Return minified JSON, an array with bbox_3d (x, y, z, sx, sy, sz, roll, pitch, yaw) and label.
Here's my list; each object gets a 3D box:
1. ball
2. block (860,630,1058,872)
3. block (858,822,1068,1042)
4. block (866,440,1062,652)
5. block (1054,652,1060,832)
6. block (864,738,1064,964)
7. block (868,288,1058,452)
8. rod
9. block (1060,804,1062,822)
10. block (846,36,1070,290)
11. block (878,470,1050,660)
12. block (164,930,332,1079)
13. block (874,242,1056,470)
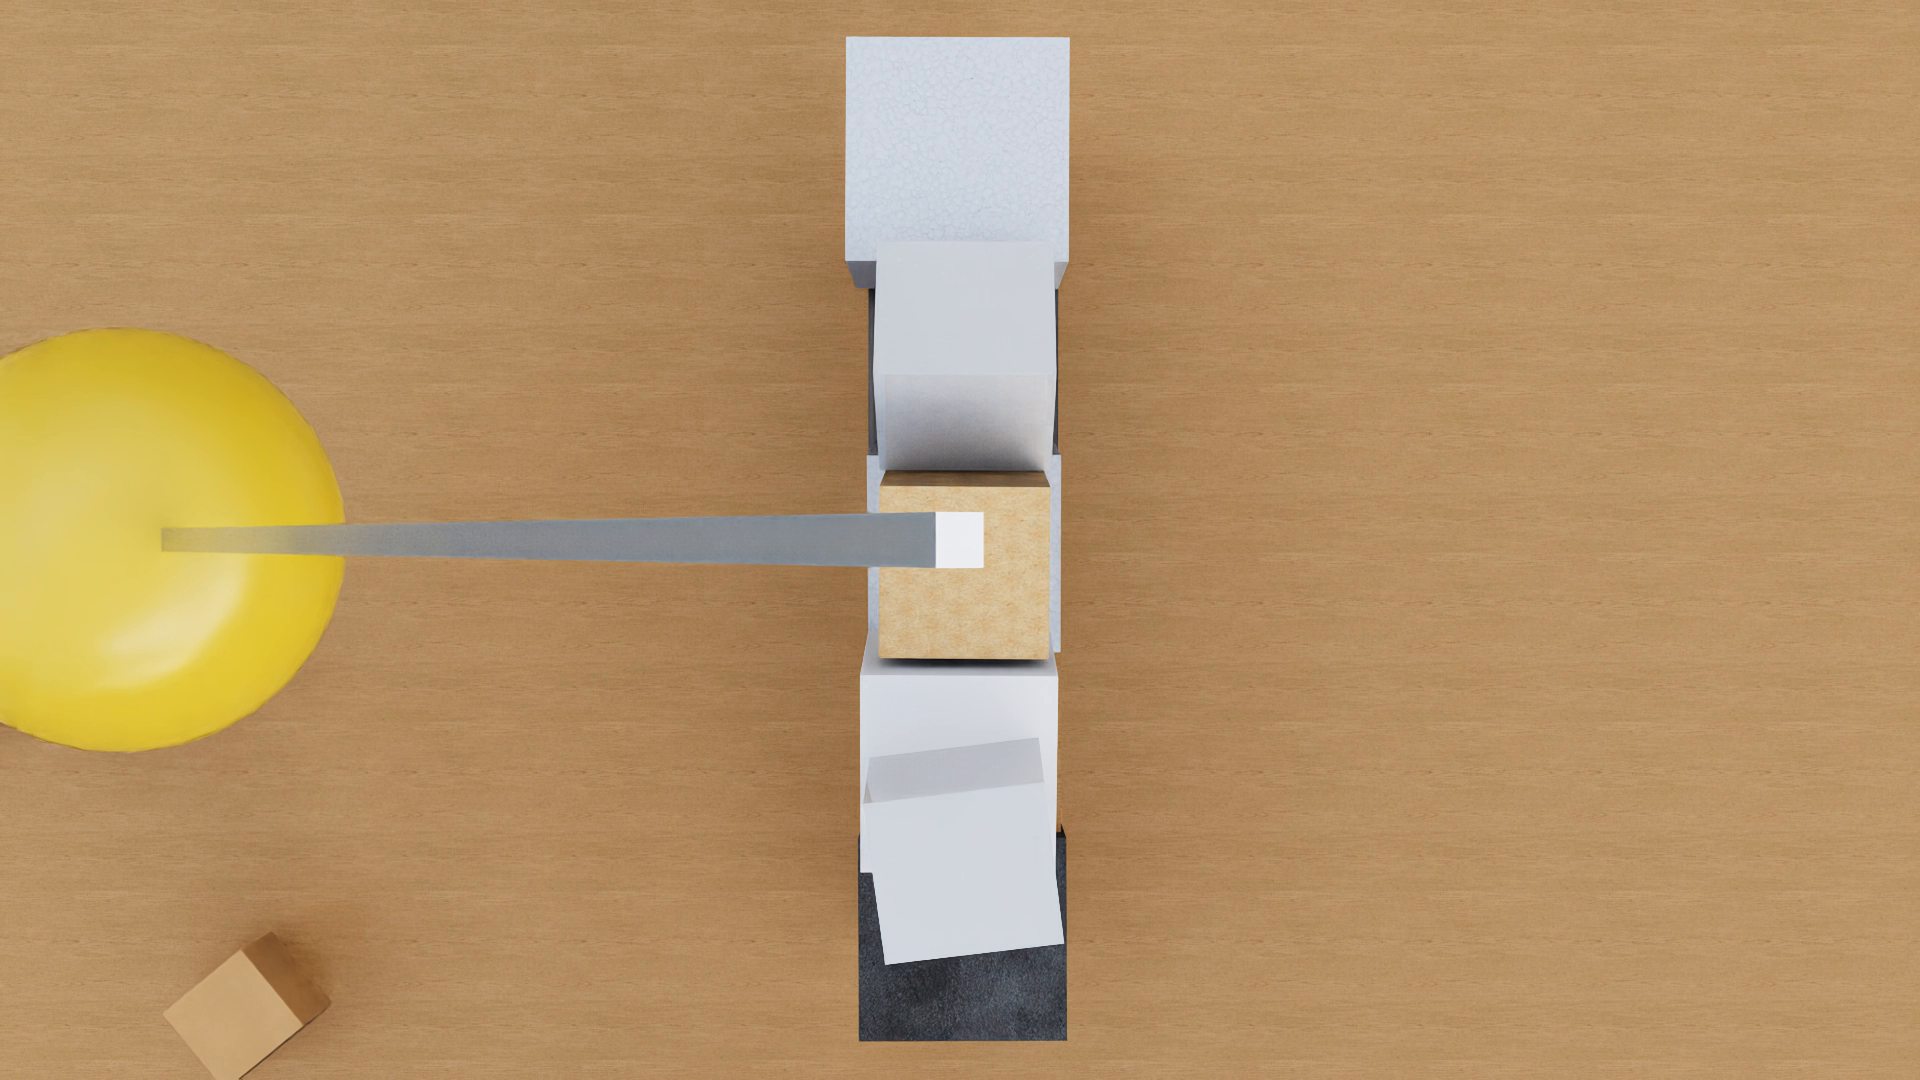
[{"bbox_3d":[-3.131,0.000,8.270,1.600,1.600,1.600,0,90,0],"label":"ball"},{"bbox_3d":[-0.007,1.001,10.634,0.909,0.933,0.947,0,101,0],"label":"block"},{"bbox_3d":[0.013,1.995,11.398,1.041,0.841,1.014,0,90,0],"label":"block"},{"bbox_3d":[0.023,0.011,11.480,0.964,1.029,0.990,0,97,0],"label":"block"},{"bbox_3d":[0.016,0.984,11.660,0.991,1.013,0.937,0,94,0],"label":"block"},{"bbox_3d":[0.018,1.383,9.874,0.787,0.702,0.737,-7,101,1],"label":"block"},{"bbox_3d":[0.018,-0.850,12.481,1.033,1.038,1.138,0,90,0],"label":"block"},{"bbox_3d":[-1.357,0.000,5.370,0.080,5.200,0.080,0,90,-31],"label":"rod"},{"bbox_3d":[0.008,1.922,12.409,1.084,1.182,0.961,0,90,0],"label":"block"},{"bbox_3d":[-0.013,-1.904,11.301,1.089,1.176,1.091,0,90,0],"label":"block"},{"bbox_3d":[0.021,0.102,10.544,0.785,0.851,0.798,0,97,0],"label":"block"},{"bbox_3d":[-4.107,2.709,12.711,0.574,0.572,0.559,-39,90,1],"label":"block"},{"bbox_3d":[0.026,-0.891,10.724,0.848,0.810,0.788,0,59,0],"label":"block"}]
